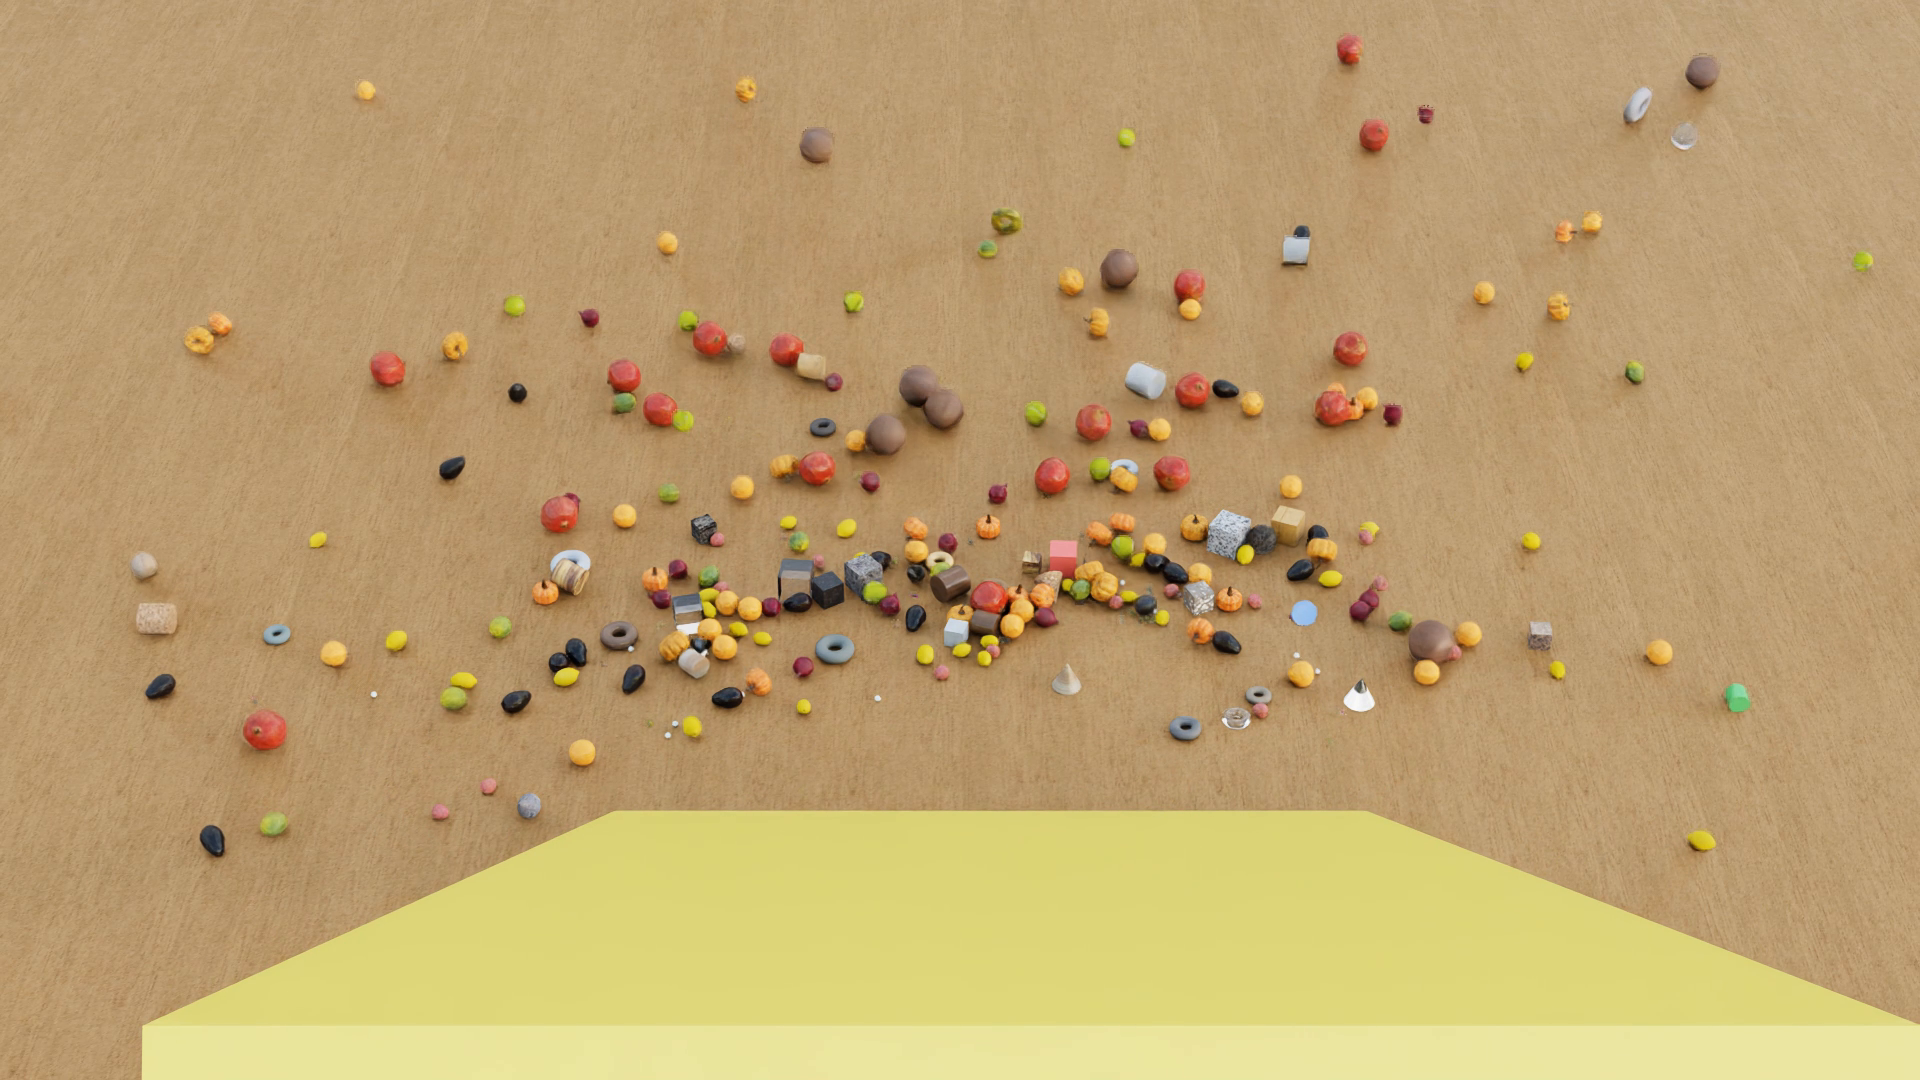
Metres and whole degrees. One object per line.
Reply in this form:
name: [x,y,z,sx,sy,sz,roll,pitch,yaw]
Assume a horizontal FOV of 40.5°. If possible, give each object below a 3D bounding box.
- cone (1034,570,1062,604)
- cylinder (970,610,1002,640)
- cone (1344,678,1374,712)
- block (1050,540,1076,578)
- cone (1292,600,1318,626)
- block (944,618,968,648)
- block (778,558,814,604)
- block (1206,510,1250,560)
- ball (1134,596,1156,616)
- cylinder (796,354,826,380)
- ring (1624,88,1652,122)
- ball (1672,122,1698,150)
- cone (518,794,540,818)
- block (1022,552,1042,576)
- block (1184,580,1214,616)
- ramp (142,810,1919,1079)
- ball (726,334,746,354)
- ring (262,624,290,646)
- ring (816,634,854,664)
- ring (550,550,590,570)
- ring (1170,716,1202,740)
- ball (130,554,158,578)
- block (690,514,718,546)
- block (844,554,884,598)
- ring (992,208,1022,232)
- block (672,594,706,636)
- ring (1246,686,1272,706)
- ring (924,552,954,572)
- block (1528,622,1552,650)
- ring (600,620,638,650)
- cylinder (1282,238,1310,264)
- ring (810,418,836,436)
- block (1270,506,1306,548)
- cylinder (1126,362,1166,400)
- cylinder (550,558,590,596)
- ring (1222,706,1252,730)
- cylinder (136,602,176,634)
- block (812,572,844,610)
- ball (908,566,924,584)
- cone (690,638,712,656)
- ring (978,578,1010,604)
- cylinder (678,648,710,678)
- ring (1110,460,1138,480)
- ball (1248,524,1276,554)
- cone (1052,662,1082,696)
cone: [0.275,0.153,7.774,0.089,0.089,0.089,-10,64,-13]
cylinder: [0.077,0.246,7.622,0.073,0.073,0.073,15,39,19]
cone: [1.135,0.424,7.373,0.087,0.087,0.087,0,37,0]
block: [0.312,0.058,7.866,0.080,0.080,0.080,2,37,3]
cone: [1.009,0.209,7.703,0.077,0.077,0.077,-7,11,-9]
block: [-0.011,0.274,7.597,0.058,0.058,0.058,10,38,13]
block: [-0.489,0.124,7.766,0.095,0.095,0.095,3,37,5]
block: [0.822,-0.016,7.952,0.096,0.096,0.096,20,41,25]
ball: [0.547,0.194,7.701,0.060,0.060,0.060,0,37,0]
cylinder: [-0.498,-0.581,8.720,0.079,0.079,0.079,10,38,13]
ring: [2.645,-1.696,10.150,0.049,0.146,0.146,36,49,25]
ball: [2.786,-1.553,9.999,0.099,0.099,0.099,0,37,0]
cone: [-1.170,0.710,6.982,0.068,0.068,0.068,-3,78,14]
block: [0.218,0.071,7.873,0.051,0.051,0.051,8,38,10]
block: [0.709,0.172,7.727,0.065,0.065,0.065,-15,39,-19]
ramp: [0.081,0.683,4.920,2.000,0.100,4.000,0,-3,0]
ball: [-0.760,-0.667,8.845,0.067,0.067,0.067,0,37,0]
ring: [-2.001,0.277,7.619,0.080,0.027,0.080,0,38,0]
ring: [-0.364,0.317,7.557,0.115,0.038,0.115,1,38,0]
ring: [-1.180,0.074,7.878,0.122,0.041,0.122,-1,38,1]
ring: [0.631,0.527,7.283,0.091,0.030,0.091,-1,37,1]
ball: [-2.459,0.079,7.841,0.078,0.078,0.078,0,37,0]
block: [-0.787,-0.033,8.004,0.060,0.060,0.060,-20,41,-25]
block: [-0.289,0.106,7.801,0.082,0.082,0.082,-25,44,-29]
ring: [0.169,-1.162,9.462,0.117,0.117,0.039,16,68,20]
block: [-0.798,0.219,7.650,0.082,0.082,0.082,-8,38,-10]
ring: [0.849,0.443,7.398,0.075,0.025,0.075,-1,36,0]
ring: [-0.063,0.067,7.897,0.088,0.029,0.088,-1,38,1]
block: [1.691,0.280,7.588,0.059,0.059,0.059,2,37,3]
ring: [-0.996,0.279,7.607,0.113,0.038,0.113,0,38,0]
cylinder: [1.204,-1.036,9.317,0.089,0.089,0.089,6,37,7]
ring: [-0.447,-0.367,8.477,0.087,0.029,0.087,0,36,0]
block: [1.007,-0.042,7.997,0.082,0.082,0.082,15,39,19]
cylinder: [0.616,-0.527,8.633,0.097,0.097,0.097,28,45,32]
cylinder: [-1.167,0.109,7.780,0.083,0.083,0.083,28,43,11]
ring: [0.778,0.501,7.320,0.083,0.028,0.083,0,35,0]
cylinder: [-2.356,0.229,7.630,0.089,0.089,0.089,2,37,3]
block: [-0.394,0.150,7.751,0.071,0.071,0.071,-21,42,-26]
ball: [-0.132,0.104,7.828,0.052,0.052,0.052,0,37,0]
cone: [-0.753,0.330,7.546,0.067,0.067,0.067,1,63,1]
ring: [0.102,0.151,7.781,0.098,0.033,0.098,3,38,-2]
cylinder: [-0.765,0.355,7.484,0.065,0.065,0.065,-30,46,-34]
ring: [0.522,-0.224,8.284,0.094,0.031,0.094,-1,36,1]
ball: [0.922,-0.003,7.940,0.090,0.090,0.090,0,37,0]
cone: [0.305,0.383,7.427,0.087,0.087,0.087,0,37,0]
